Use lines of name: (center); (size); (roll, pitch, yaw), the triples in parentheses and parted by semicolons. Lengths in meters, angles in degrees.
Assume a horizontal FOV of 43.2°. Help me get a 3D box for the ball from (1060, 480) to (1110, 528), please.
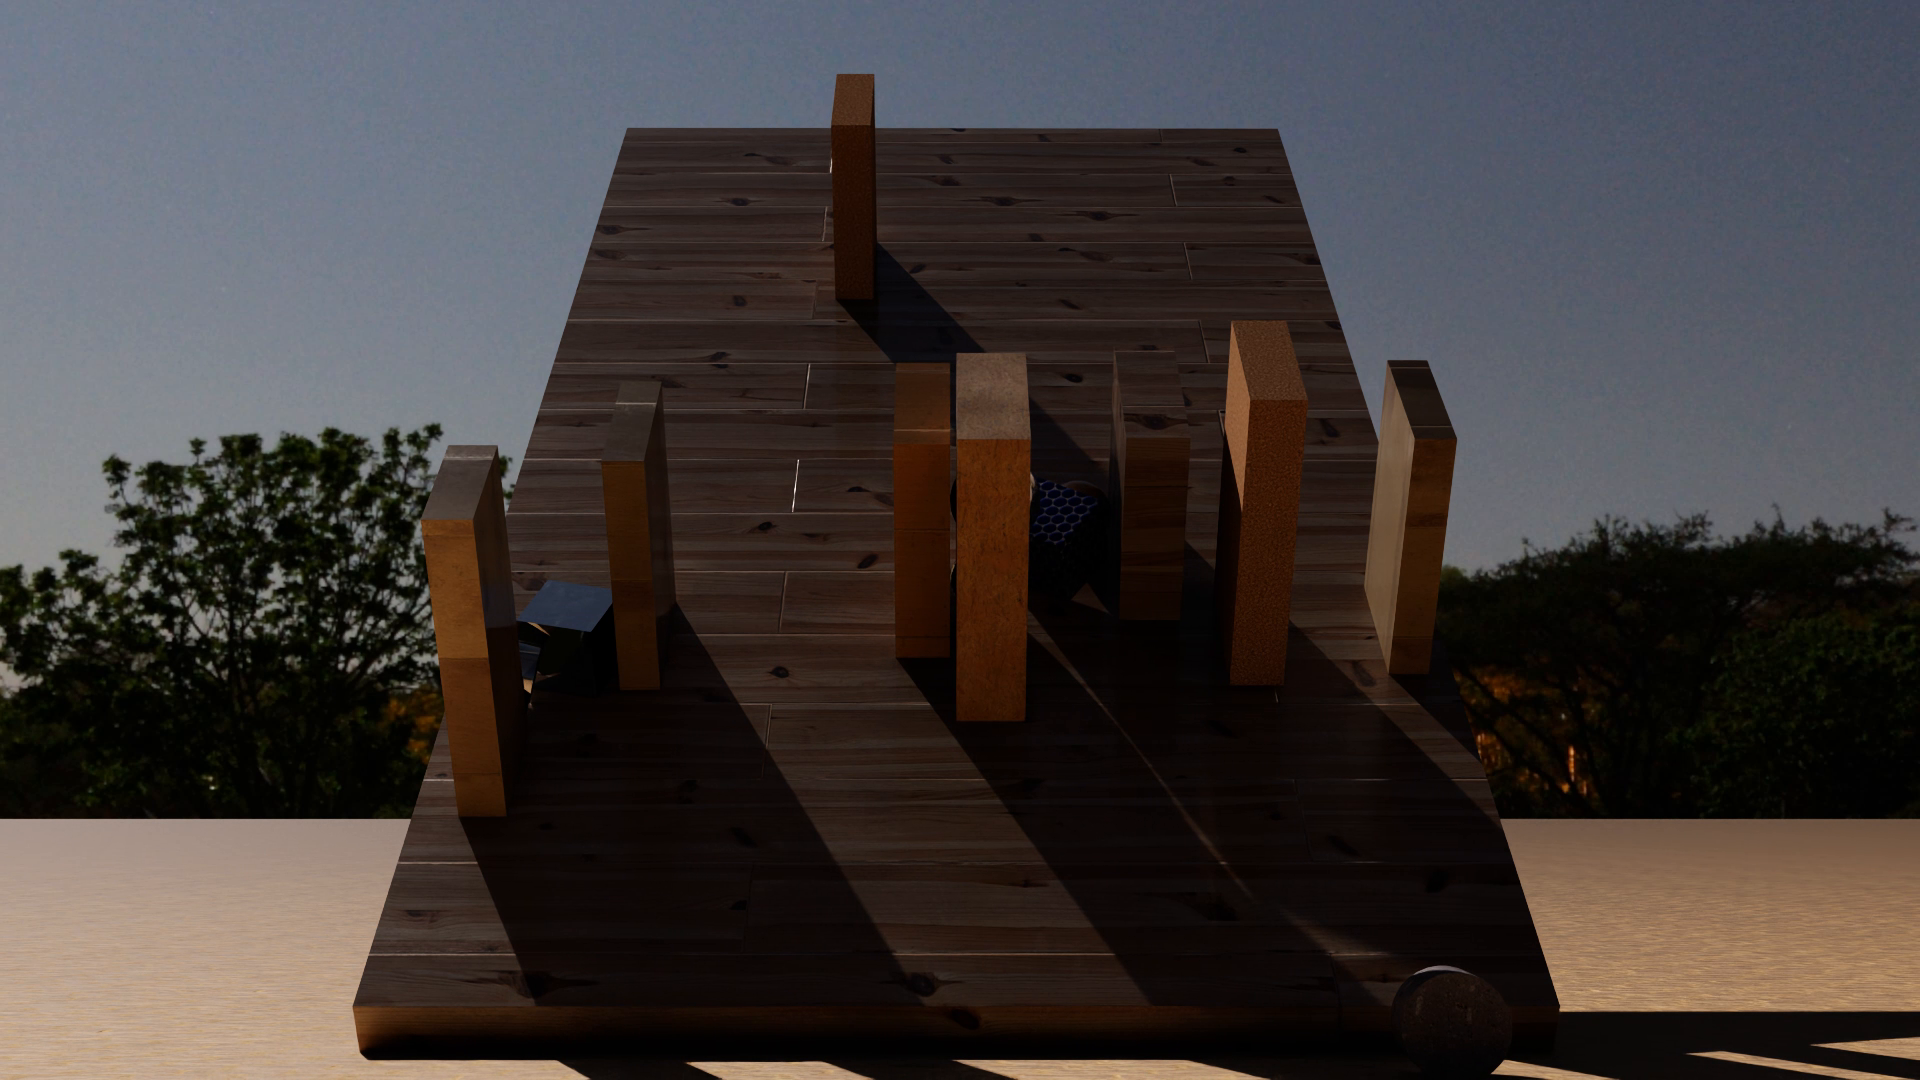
ball: (0.257, -0.058, 5.279); (0.143, 0.143, 0.143); (0, -6, 0)

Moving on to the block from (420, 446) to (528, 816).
block: (-0.876, 0.169, 4.409); (0.089, 0.631, 0.266); (0, 31, 0)

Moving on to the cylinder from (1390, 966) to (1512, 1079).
cylinder: (0.742, 0.732, 3.674); (0.163, 0.163, 0.163); (0, -6, 4)

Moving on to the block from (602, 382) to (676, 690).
block: (-0.635, -0.009, 4.822); (0.080, 0.518, 0.329); (0, 31, 0)

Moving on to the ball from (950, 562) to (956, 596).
ball: (0.046, 0.081, 5.051); (0.135, 0.135, 0.135); (0, -6, 0)

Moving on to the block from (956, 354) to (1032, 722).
block: (0.060, -0.005, 4.717); (0.134, 0.623, 0.353); (0, 31, 0)

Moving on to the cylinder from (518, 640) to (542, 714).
cylinder: (-0.898, 0.259, 4.702); (0.146, 0.146, 0.146); (12, -8, -8)

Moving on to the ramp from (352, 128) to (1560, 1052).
ramp: (-0.014, -0.204, 5.762); (2.000, 0.100, 4.000); (0, 31, 0)

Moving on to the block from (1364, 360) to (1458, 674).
block: (0.901, -0.046, 4.878); (0.080, 0.536, 0.335); (0, 31, 0)

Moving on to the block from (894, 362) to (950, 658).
block: (-0.075, -0.062, 4.942); (0.110, 0.491, 0.351); (0, 31, 0)

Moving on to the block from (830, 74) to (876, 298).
block: (-0.278, -0.939, 6.429); (0.100, 0.483, 0.377); (0, 31, 0)

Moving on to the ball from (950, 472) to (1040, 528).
ball: (0.073, -0.082, 4.985); (0.187, 0.187, 0.187); (0, -6, 0)

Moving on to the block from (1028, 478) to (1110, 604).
block: (0.196, 0.000, 5.129); (0.162, 0.162, 0.162); (21, 50, 31)

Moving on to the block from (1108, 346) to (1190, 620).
block: (0.393, -0.125, 5.111); (0.128, 0.430, 0.417); (0, 31, 0)

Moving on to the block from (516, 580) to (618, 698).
block: (-0.772, 0.197, 4.827); (0.158, 0.158, 0.158); (8, 32, 13)

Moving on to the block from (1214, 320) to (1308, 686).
block: (0.591, -0.073, 4.819); (0.107, 0.639, 0.342); (0, 31, 0)
